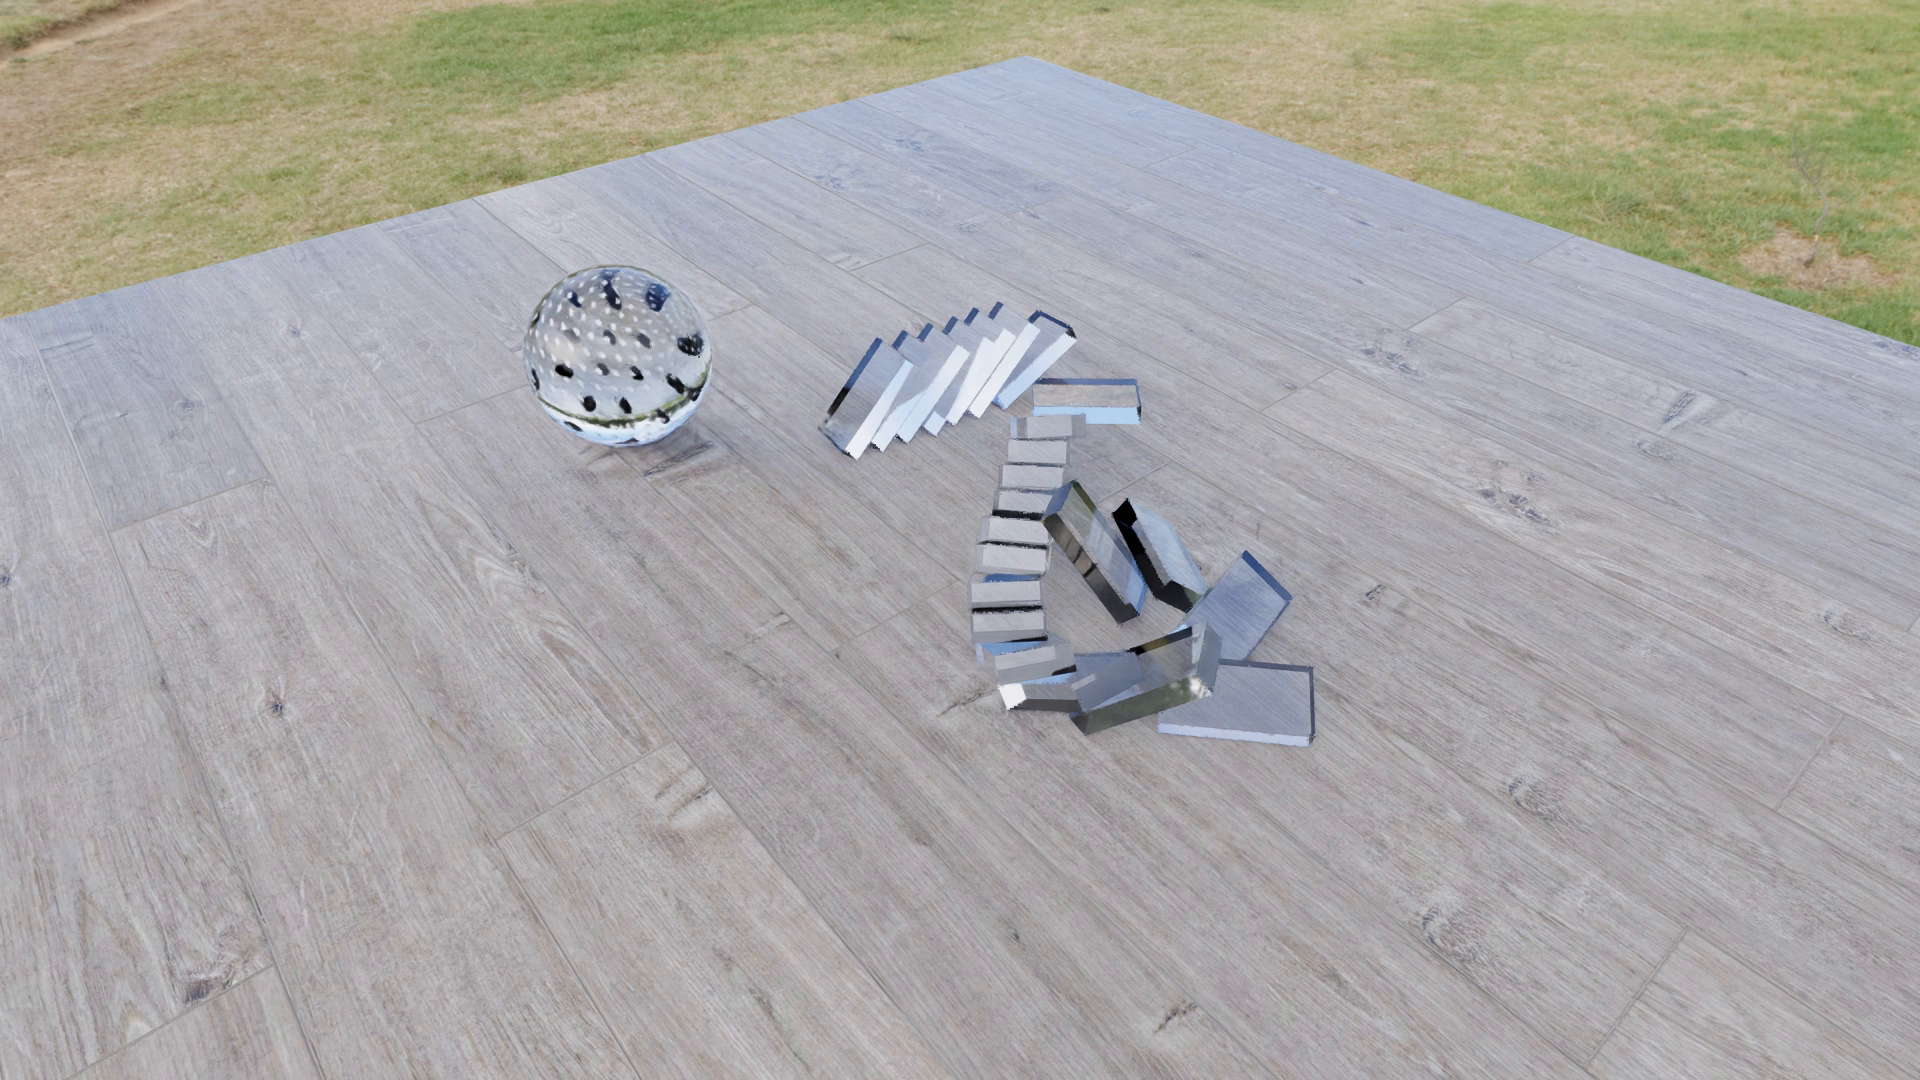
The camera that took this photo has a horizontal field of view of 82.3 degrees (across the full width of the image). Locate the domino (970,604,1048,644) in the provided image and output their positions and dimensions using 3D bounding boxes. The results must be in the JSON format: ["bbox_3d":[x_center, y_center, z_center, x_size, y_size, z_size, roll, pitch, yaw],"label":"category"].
[{"bbox_3d":[0.017,0.028,0.386,0.025,0.010,0.050,-3,2,2],"label":"domino"}]

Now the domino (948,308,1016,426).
[{"bbox_3d":[0.002,-0.082,0.517,0.010,0.050,0.025,24,14,-49],"label":"domino"}]

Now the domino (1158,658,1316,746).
[{"bbox_3d":[0.093,0.054,0.371,0.050,0.010,0.025,5,62,6],"label":"domino"}]

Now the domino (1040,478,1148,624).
[{"bbox_3d":[0.051,0.004,0.409,0.009,0.050,0.025,-30,16,31],"label":"domino"}]

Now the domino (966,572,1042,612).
[{"bbox_3d":[0.016,0.018,0.397,0.025,0.009,0.050,-2,2,3],"label":"domino"}]

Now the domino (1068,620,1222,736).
[{"bbox_3d":[0.061,0.046,0.363,0.050,0.009,0.025,-26,24,36],"label":"domino"}]

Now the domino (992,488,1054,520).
[{"bbox_3d":[0.028,-0.016,0.442,0.025,0.009,0.050,5,7,6],"label":"domino"}]

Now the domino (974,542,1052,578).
[{"bbox_3d":[0.021,0.006,0.413,0.025,0.009,0.050,5,3,7],"label":"domino"}]

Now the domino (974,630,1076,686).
[{"bbox_3d":[0.021,0.039,0.372,0.025,0.009,0.050,-10,2,-7],"label":"domino"}]

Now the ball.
[{"bbox_3d":[-0.150,-0.081,0.487,0.080,0.080,0.080,0,39,0],"label":"ball"}]

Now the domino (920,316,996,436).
[{"bbox_3d":[-0.007,-0.076,0.510,0.009,0.050,0.025,24,13,-48],"label":"domino"}]

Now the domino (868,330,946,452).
[{"bbox_3d":[-0.031,-0.068,0.500,0.010,0.050,0.025,25,14,-48],"label":"domino"}]

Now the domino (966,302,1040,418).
[{"bbox_3d":[0.014,-0.086,0.522,0.009,0.050,0.025,24,14,-49],"label":"domino"}]

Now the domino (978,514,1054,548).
[{"bbox_3d":[0.023,-0.004,0.426,0.025,0.009,0.050,5,4,8],"label":"domino"}]

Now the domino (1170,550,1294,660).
[{"bbox_3d":[0.100,0.028,0.401,0.025,0.010,0.050,46,51,5],"label":"domino"}]

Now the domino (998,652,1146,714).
[{"bbox_3d":[0.036,0.047,0.362,0.025,0.009,0.050,-23,4,-26],"label":"domino"}]

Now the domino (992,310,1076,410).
[{"bbox_3d":[0.030,-0.088,0.534,0.050,0.010,0.025,-44,49,-9],"label":"domino"}]

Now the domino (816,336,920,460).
[{"bbox_3d":[-0.042,-0.064,0.495,0.009,0.050,0.025,25,14,-48],"label":"domino"}]

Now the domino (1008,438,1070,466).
[{"bbox_3d":[0.033,-0.038,0.469,0.025,0.010,0.050,2,6,2],"label":"domino"}]

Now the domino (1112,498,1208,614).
[{"bbox_3d":[0.078,0.007,0.425,0.025,0.010,0.050,25,28,-30],"label":"domino"}]

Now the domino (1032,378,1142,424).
[{"bbox_3d":[0.060,-0.067,0.525,0.050,0.010,0.025,1,39,1],"label":"domino"}]

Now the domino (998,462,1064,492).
[{"bbox_3d":[0.030,-0.027,0.455,0.025,0.010,0.050,3,6,5],"label":"domino"}]

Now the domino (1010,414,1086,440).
[{"bbox_3d":[0.038,-0.050,0.484,0.025,0.010,0.050,-4,7,-5],"label":"domino"}]

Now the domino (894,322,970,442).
[{"bbox_3d":[-0.019,-0.072,0.505,0.010,0.050,0.025,25,15,-48],"label":"domino"}]
